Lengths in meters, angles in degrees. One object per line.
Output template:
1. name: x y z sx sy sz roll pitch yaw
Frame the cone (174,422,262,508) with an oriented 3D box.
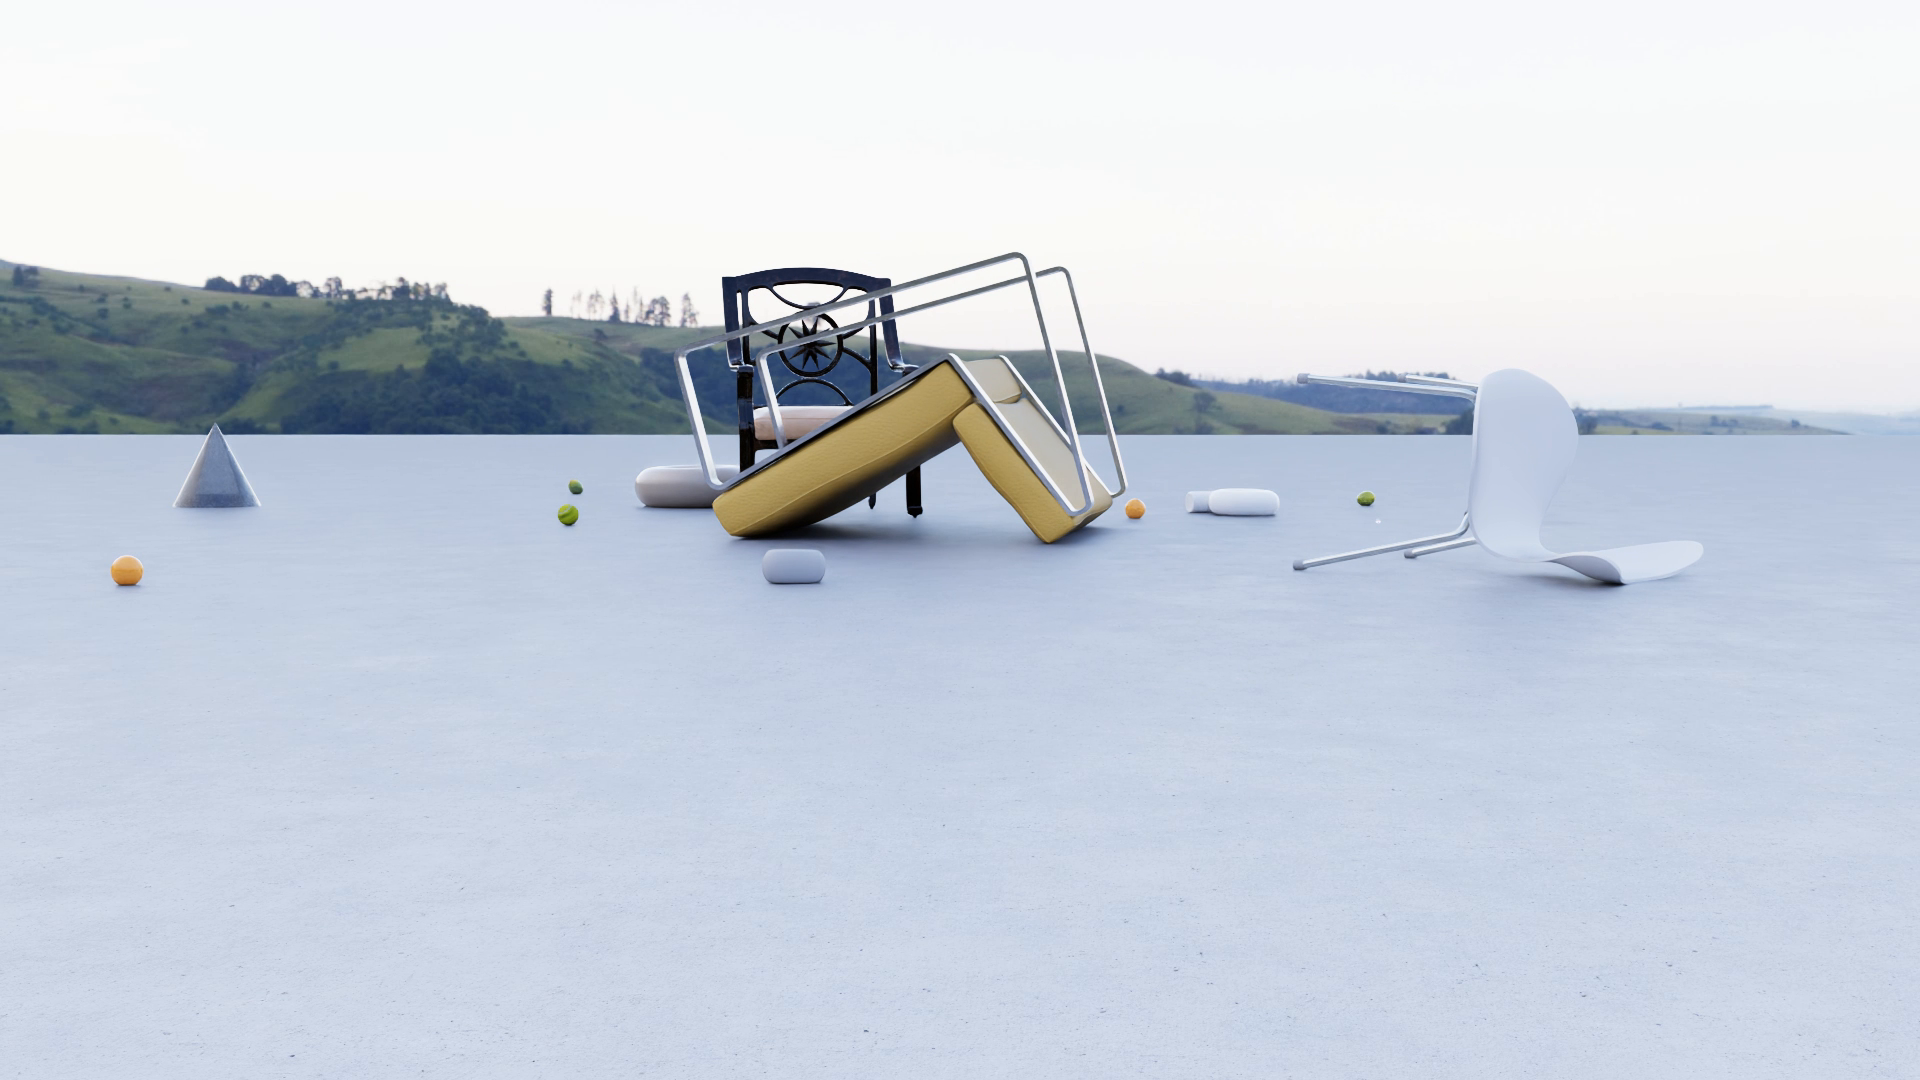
1. cone: -2.860 -0.293 8.455 0.326 0.323 0.303 -2 4 -27

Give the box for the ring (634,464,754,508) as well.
1. ring: -1.020 -0.206 8.435 0.479 0.154 0.385 1 5 25

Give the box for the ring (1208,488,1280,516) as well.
1. ring: 1.014 -0.133 7.850 0.253 0.090 0.231 2 5 8

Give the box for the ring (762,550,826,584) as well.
1. ring: -0.385 0.061 5.096 0.150 0.078 0.094 1 1 -16
